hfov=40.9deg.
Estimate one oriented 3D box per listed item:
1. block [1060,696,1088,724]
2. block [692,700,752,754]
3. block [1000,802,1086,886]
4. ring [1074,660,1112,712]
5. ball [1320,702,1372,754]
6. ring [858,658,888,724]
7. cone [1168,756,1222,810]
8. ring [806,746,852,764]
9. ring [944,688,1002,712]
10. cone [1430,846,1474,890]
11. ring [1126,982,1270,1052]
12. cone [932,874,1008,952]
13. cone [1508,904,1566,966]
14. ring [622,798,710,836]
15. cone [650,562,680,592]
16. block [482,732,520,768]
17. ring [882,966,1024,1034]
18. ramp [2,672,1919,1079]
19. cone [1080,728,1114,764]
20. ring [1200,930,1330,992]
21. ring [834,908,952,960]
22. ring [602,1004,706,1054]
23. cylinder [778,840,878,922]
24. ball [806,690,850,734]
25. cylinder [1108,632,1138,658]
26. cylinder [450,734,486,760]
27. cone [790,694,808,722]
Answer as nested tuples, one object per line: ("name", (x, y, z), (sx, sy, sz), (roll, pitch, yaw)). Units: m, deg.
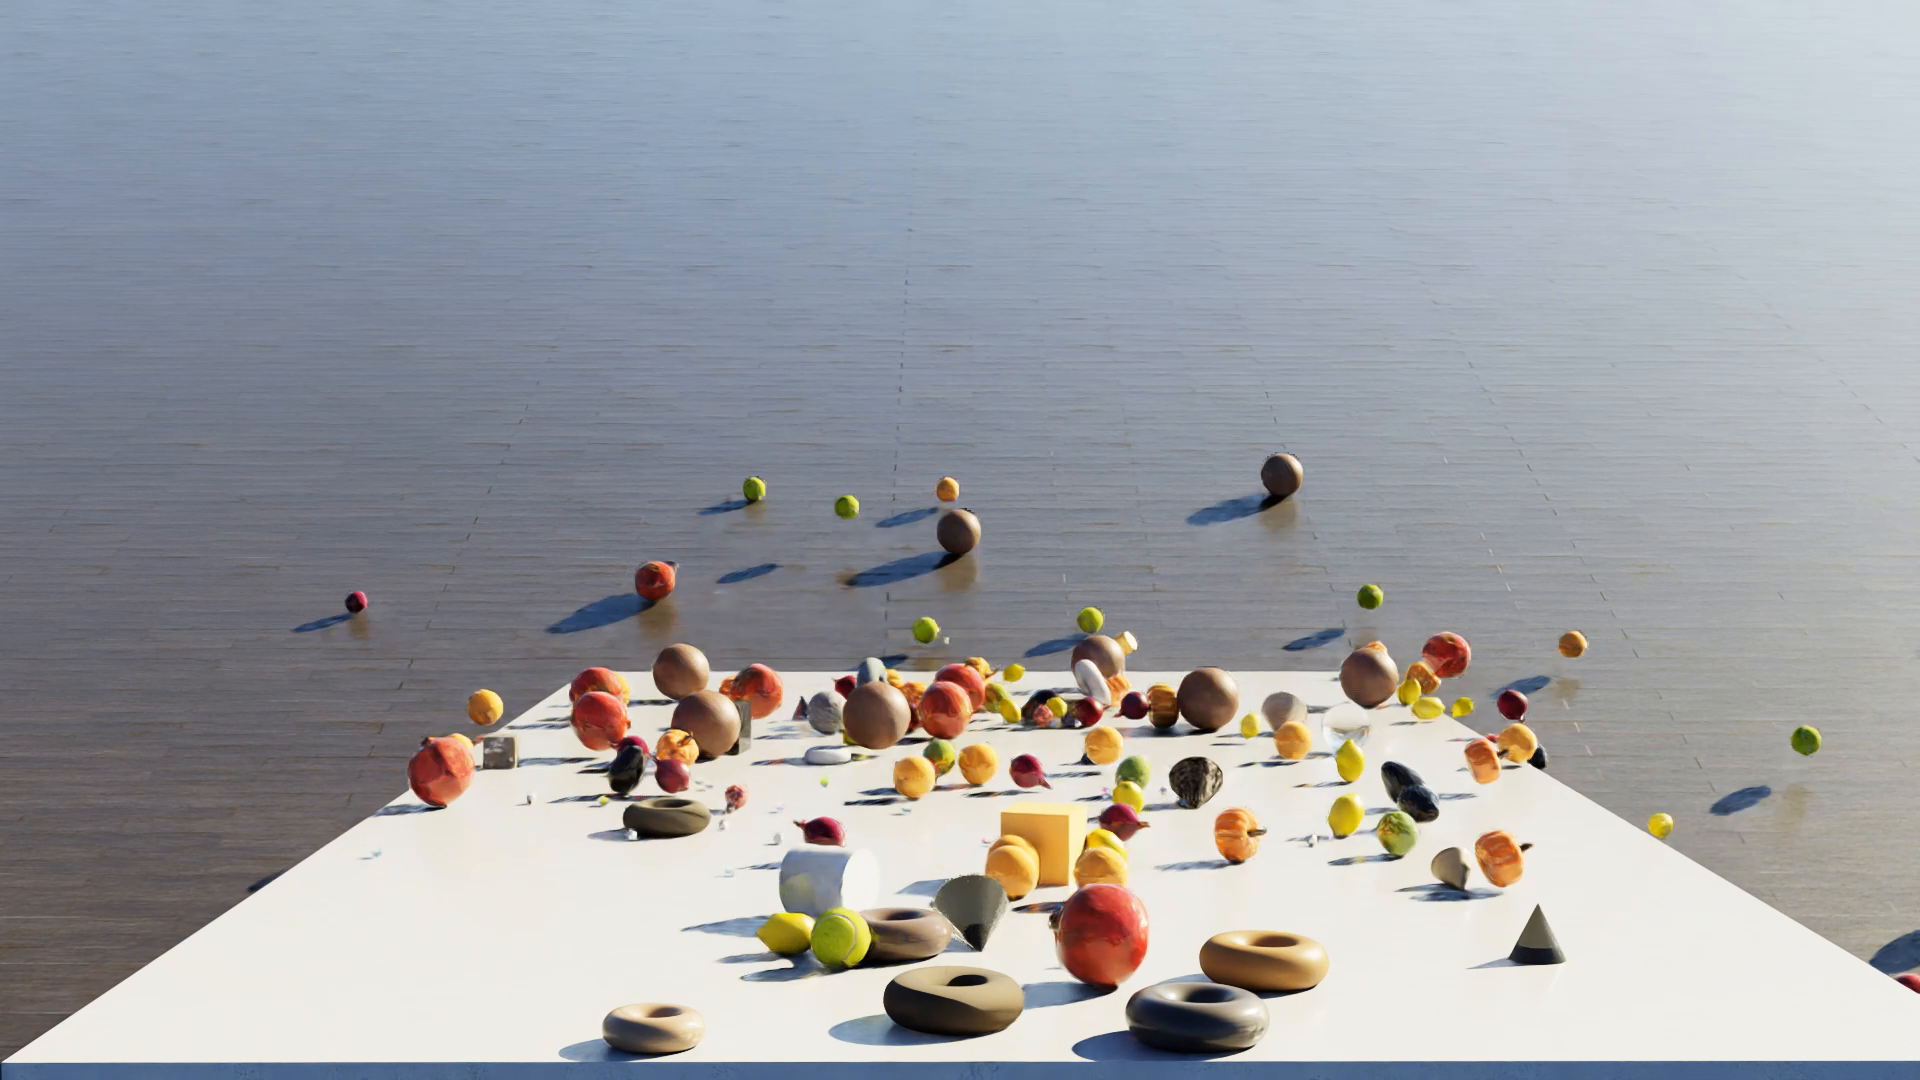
("block", (0.240, 0.358, 5.415), (0.054, 0.054, 0.054), (0, 3, 6))
("block", (-0.458, 0.360, 4.946), (0.093, 0.093, 0.093), (0, 3, 10))
("block", (0.116, 0.419, 3.557), (0.097, 0.097, 0.097), (1, 3, 16))
("ring", (0.288, 0.317, 5.572), (0.041, 0.124, 0.124), (-26, 28, -10))
("ball", (0.738, 0.359, 4.916), (0.097, 0.097, 0.097), (0, 23, 0))
("ring", (-0.183, 0.316, 5.418), (0.046, 0.139, 0.139), (-4, 22, 10))
("cone", (0.388, 0.418, 4.226), (0.090, 0.090, 0.090), (1, 29, 3))
("ring", (-0.245, 0.400, 4.777), (0.086, 0.029, 0.086), (1, 3, 0))
("ring", (0.029, 0.352, 5.663), (0.131, 0.044, 0.131), (1, 1, 0))
("cone", (0.674, 0.458, 3.483), (0.060, 0.060, 0.060), (-2, 29, -6))
("ring", (0.242, 0.486, 2.621), (0.148, 0.049, 0.148), (1, 3, 0))
("cone", (0.019, 0.468, 3.098), (0.093, 0.093, 0.093), (-3, 30, -7))
("cone", (0.678, 0.458, 3.018), (0.067, 0.067, 0.067), (0, 3, 0))
("ring", (-0.453, 0.428, 3.966), (0.135, 0.045, 0.135), (0, 4, 0))
("cone", (-0.832, 0.108, 7.225), (0.083, 0.083, 0.083), (2, -11, 0))
("block", (-0.843, 0.387, 4.729), (0.058, 0.058, 0.058), (0, 3, -3))
("ring", (-0.007, 0.482, 2.699), (0.148, 0.049, 0.148), (1, 3, 0))
("ramp", (0.052, 0.474, 4.536), (2.000, 0.100, 4.000), (0, 3, 0))
("cone", (0.255, 0.380, 4.781), (0.066, 0.066, 0.066), (0, 3, 0))
("ring", (0.342, 0.473, 2.897), (0.146, 0.049, 0.146), (1, 3, 0))
("ring", (-0.080, 0.468, 3.055), (0.141, 0.047, 0.141), (-1, 1, 0))
("ring", (-0.310, 0.494, 2.604), (0.106, 0.035, 0.106), (1, 2, 0))
("cylinder", (-0.167, 0.435, 3.267), (0.093, 0.093, 0.093), (8, 24, 27))
("ball", (-0.268, 0.350, 5.223), (0.088, 0.088, 0.088), (0, 23, 0))
("cylinder", (0.418, 0.269, 6.592), (0.052, 0.052, 0.052), (-33, 12, 23))
("cylinder", (-1.125, 0.509, 5.986), (0.085, 0.085, 0.085), (-32, 36, -31))
("cone", (-0.334, 0.355, 5.466), (0.055, 0.055, 0.055), (0, 3, 0))
